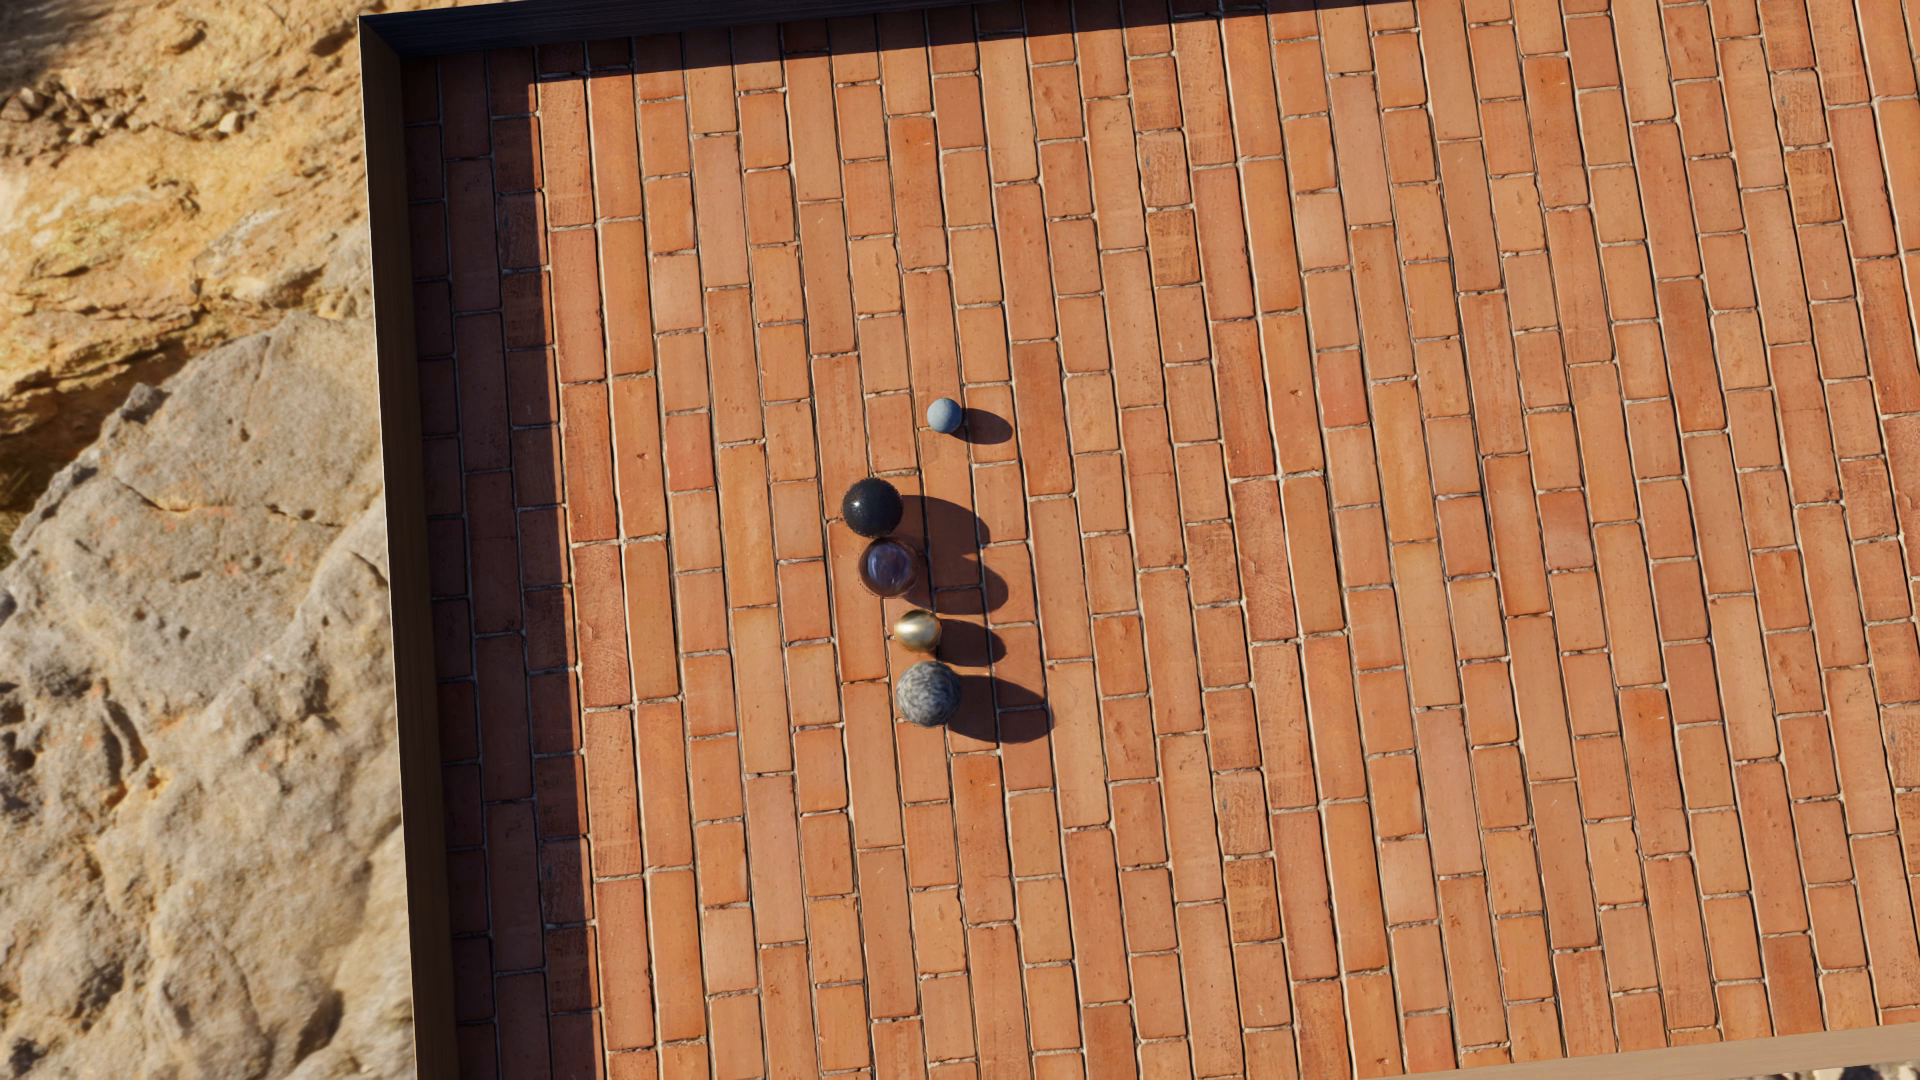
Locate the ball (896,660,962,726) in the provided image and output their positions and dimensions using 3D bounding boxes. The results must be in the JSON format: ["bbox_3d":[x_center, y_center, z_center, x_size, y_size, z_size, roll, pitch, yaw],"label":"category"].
[{"bbox_3d":[-0.046,0.225,3.230,0.097,0.097,0.097,0,80,0],"label":"ball"}]

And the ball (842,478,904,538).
[{"bbox_3d":[-0.130,-0.047,3.281,0.091,0.091,0.091,0,80,0],"label":"ball"}]

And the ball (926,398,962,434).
[{"bbox_3d":[-0.023,-0.188,3.324,0.054,0.054,0.054,0,80,0],"label":"ball"}]

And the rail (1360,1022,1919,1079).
[{"bbox_3d":[0.911,0.753,3.121,3.321,0.126,0.045,-6,80,-1],"label":"rail"}]

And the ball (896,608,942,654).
[{"bbox_3d":[-0.061,0.135,3.261,0.067,0.067,0.067,0,80,0],"label":"ball"}]

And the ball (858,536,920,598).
[{"bbox_3d":[-0.105,0.040,3.265,0.092,0.092,0.092,0,80,0],"label":"ball"}]

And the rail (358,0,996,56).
[{"bbox_3d":[0.741,-0.923,3.416,3.321,0.126,0.045,-6,80,-1],"label":"rail"}]

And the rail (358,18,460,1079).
[{"bbox_3d":[-0.803,0.075,3.241,0.045,0.126,1.758,-6,80,-1],"label":"rail"}]
